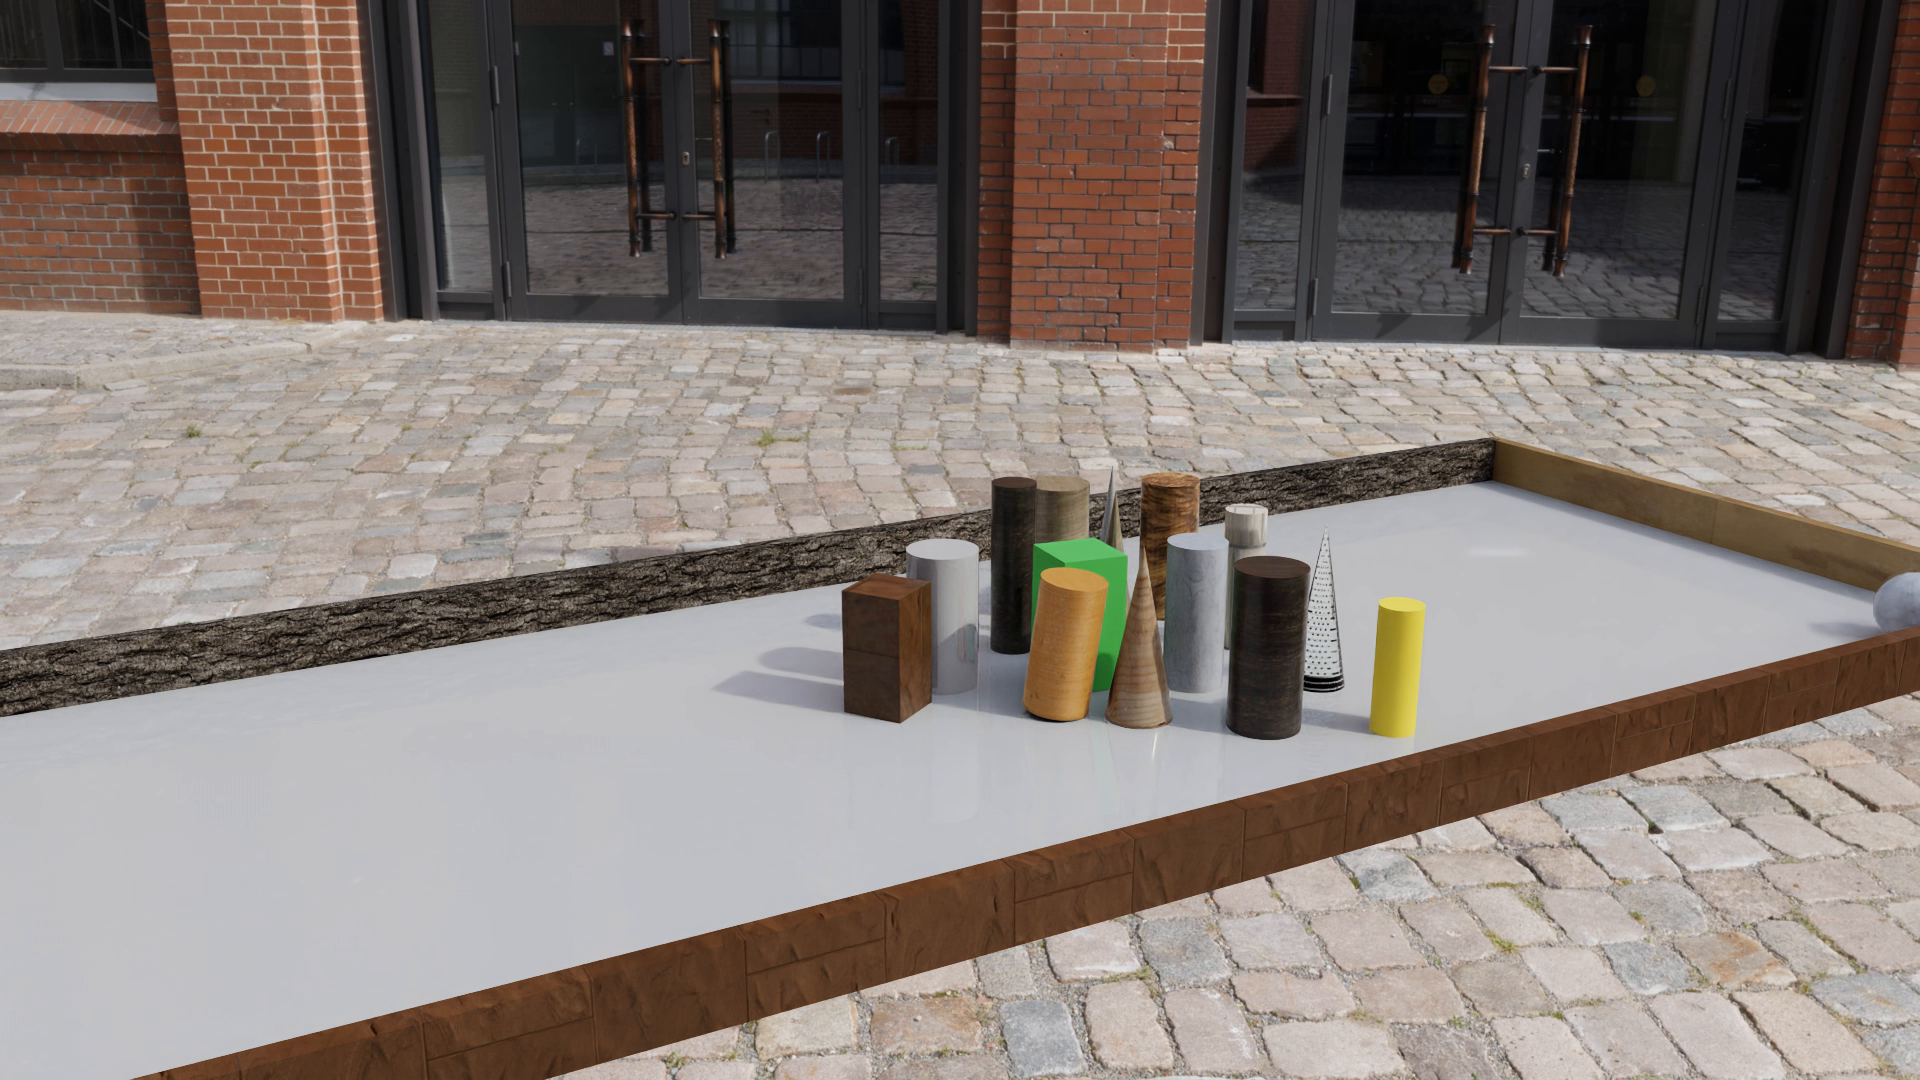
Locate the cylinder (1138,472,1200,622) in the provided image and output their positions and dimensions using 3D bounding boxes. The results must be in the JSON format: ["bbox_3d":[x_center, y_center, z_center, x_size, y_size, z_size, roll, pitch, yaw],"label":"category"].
[{"bbox_3d":[0.582,0.018,4.609,0.162,0.386,0.162,0,16,0],"label":"cylinder"}]

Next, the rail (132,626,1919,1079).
[{"bbox_3d":[-2.336,1.006,1.665,12.000,0.150,0.050,-9,18,-27],"label":"rail"}]

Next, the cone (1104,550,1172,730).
[{"bbox_3d":[0.426,0.215,3.869,0.164,0.425,0.164,0,16,0],"label":"cone"}]

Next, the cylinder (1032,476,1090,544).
[{"bbox_3d":[0.271,0.026,4.593,0.173,0.380,0.173,0,16,0],"label":"cylinder"}]

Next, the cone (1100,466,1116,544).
[{"bbox_3d":[0.445,-0.045,4.850,0.106,0.370,0.106,0,16,0],"label":"cone"}]

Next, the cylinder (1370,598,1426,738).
[{"bbox_3d":[1.010,0.294,3.808,0.104,0.308,0.104,0,16,0],"label":"cylinder"}]

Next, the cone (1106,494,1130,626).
[{"bbox_3d":[0.405,0.073,4.342,0.124,0.432,0.124,0,16,0],"label":"cone"}]

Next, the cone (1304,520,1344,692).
[{"bbox_3d":[0.894,0.155,4.078,0.139,0.423,0.139,0,16,0],"label":"cone"}]

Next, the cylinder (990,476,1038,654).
[{"bbox_3d":[0.140,0.068,4.322,0.119,0.452,0.119,0,16,0],"label":"cylinder"}]

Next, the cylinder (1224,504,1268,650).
[{"bbox_3d":[0.747,0.100,4.350,0.109,0.375,0.109,0,16,0],"label":"cylinder"}]

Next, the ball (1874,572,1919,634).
[{"bbox_3d":[2.549,0.180,4.404,0.191,0.191,0.191,0,16,0],"label":"ball"}]

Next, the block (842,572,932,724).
[{"bbox_3d":[-0.173,0.256,3.939,0.155,0.307,0.155,8,19,27],"label":"block"}]

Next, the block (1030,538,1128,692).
[{"bbox_3d":[0.293,0.189,4.102,0.172,0.342,0.172,-6,17,-23],"label":"block"}]

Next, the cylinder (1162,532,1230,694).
[{"bbox_3d":[0.582,0.180,4.086,0.150,0.370,0.150,0,16,0],"label":"cylinder"}]

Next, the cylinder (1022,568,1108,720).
[{"bbox_3d":[0.249,0.246,3.909,0.161,0.327,0.161,7,18,-2],"label":"cylinder"}]

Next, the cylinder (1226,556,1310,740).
[{"bbox_3d":[0.712,0.248,3.817,0.173,0.391,0.173,0,16,0],"label":"cylinder"}]

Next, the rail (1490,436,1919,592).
[{"bbox_3d":[2.466,-0.048,5.253,0.050,0.150,2.100,-9,18,-27],"label":"rail"}]

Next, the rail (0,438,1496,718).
[{"bbox_3d":[-3.305,0.497,3.399,12.000,0.150,0.050,-9,18,-27],"label":"rail"}]

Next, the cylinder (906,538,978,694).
[{"bbox_3d":[-0.043,0.189,4.095,0.180,0.348,0.180,0,16,0],"label":"cylinder"}]
